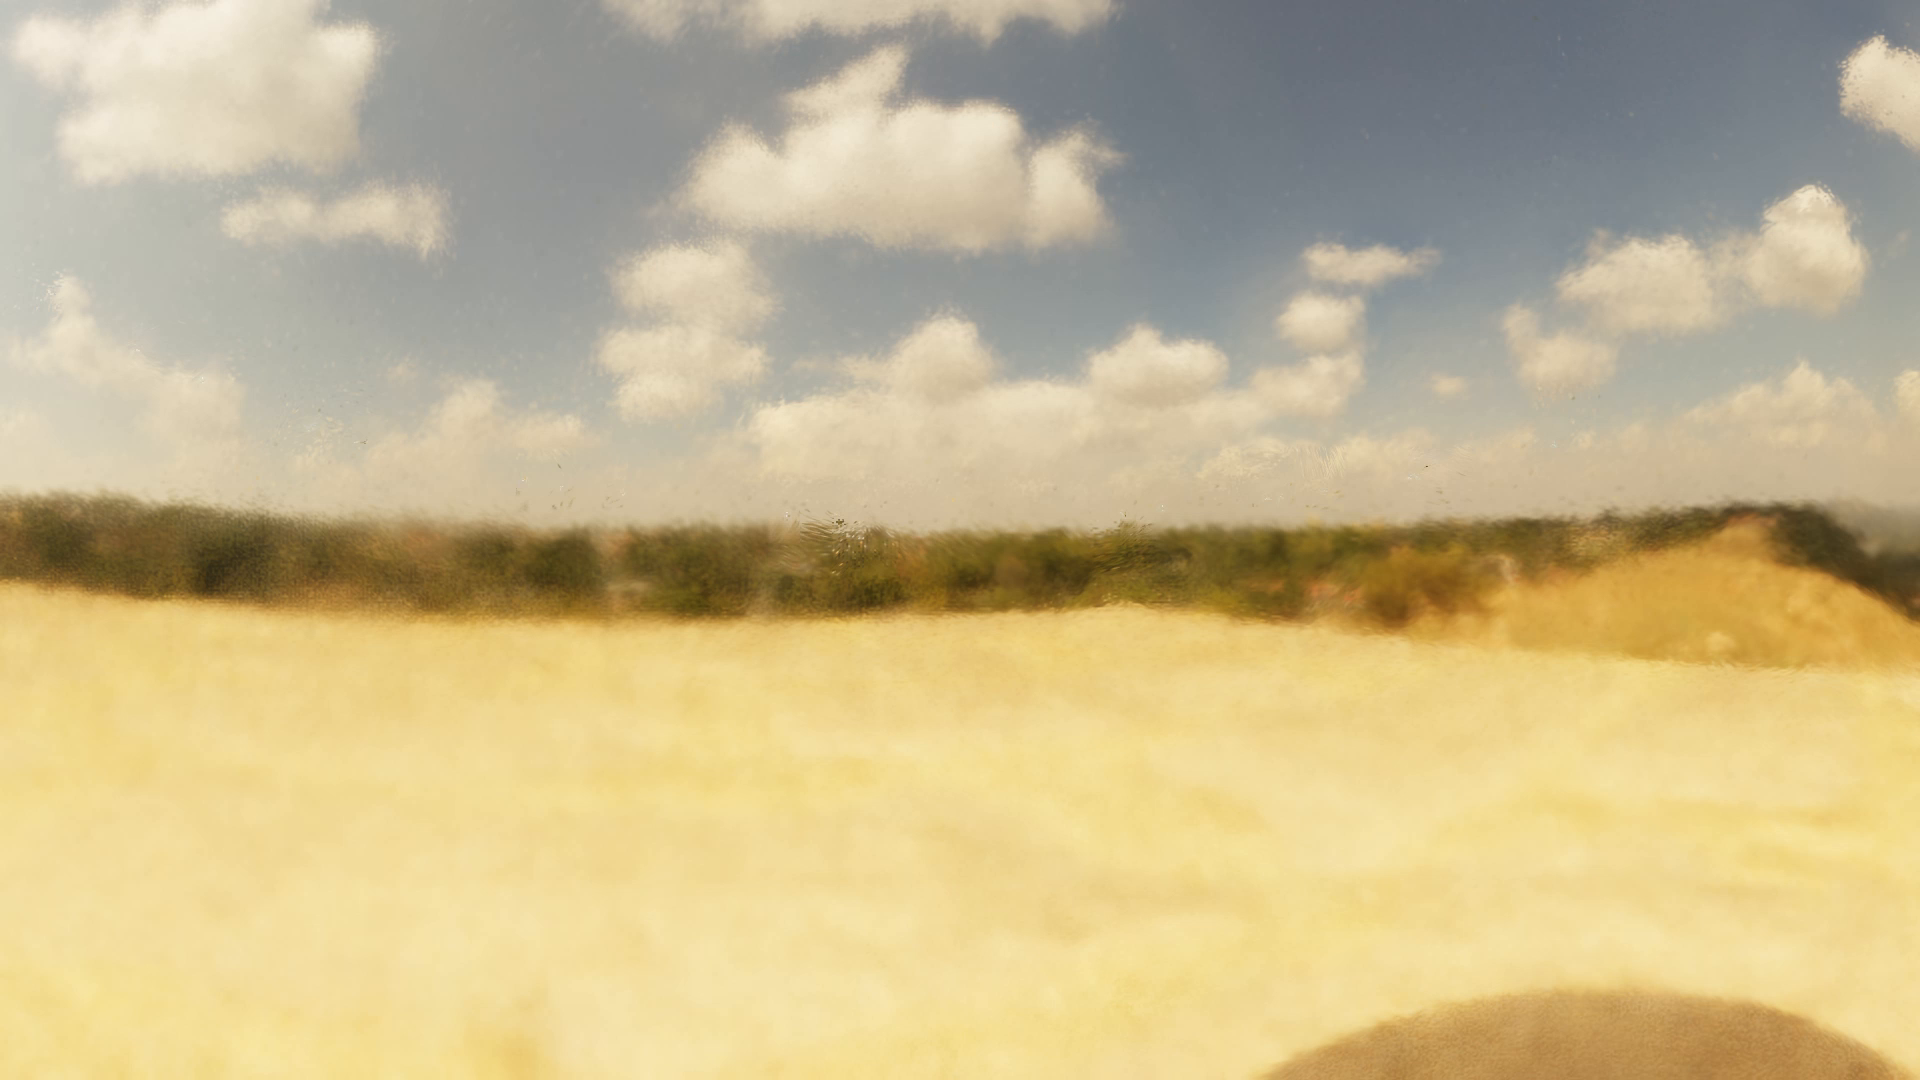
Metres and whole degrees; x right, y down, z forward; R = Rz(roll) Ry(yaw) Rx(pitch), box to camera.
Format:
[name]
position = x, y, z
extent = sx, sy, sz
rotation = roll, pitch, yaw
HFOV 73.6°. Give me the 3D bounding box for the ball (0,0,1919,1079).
[ball]
position = 0.000, -0.002, 0.056
extent = 0.080, 0.080, 0.080
rotation = 0, 4, 0
